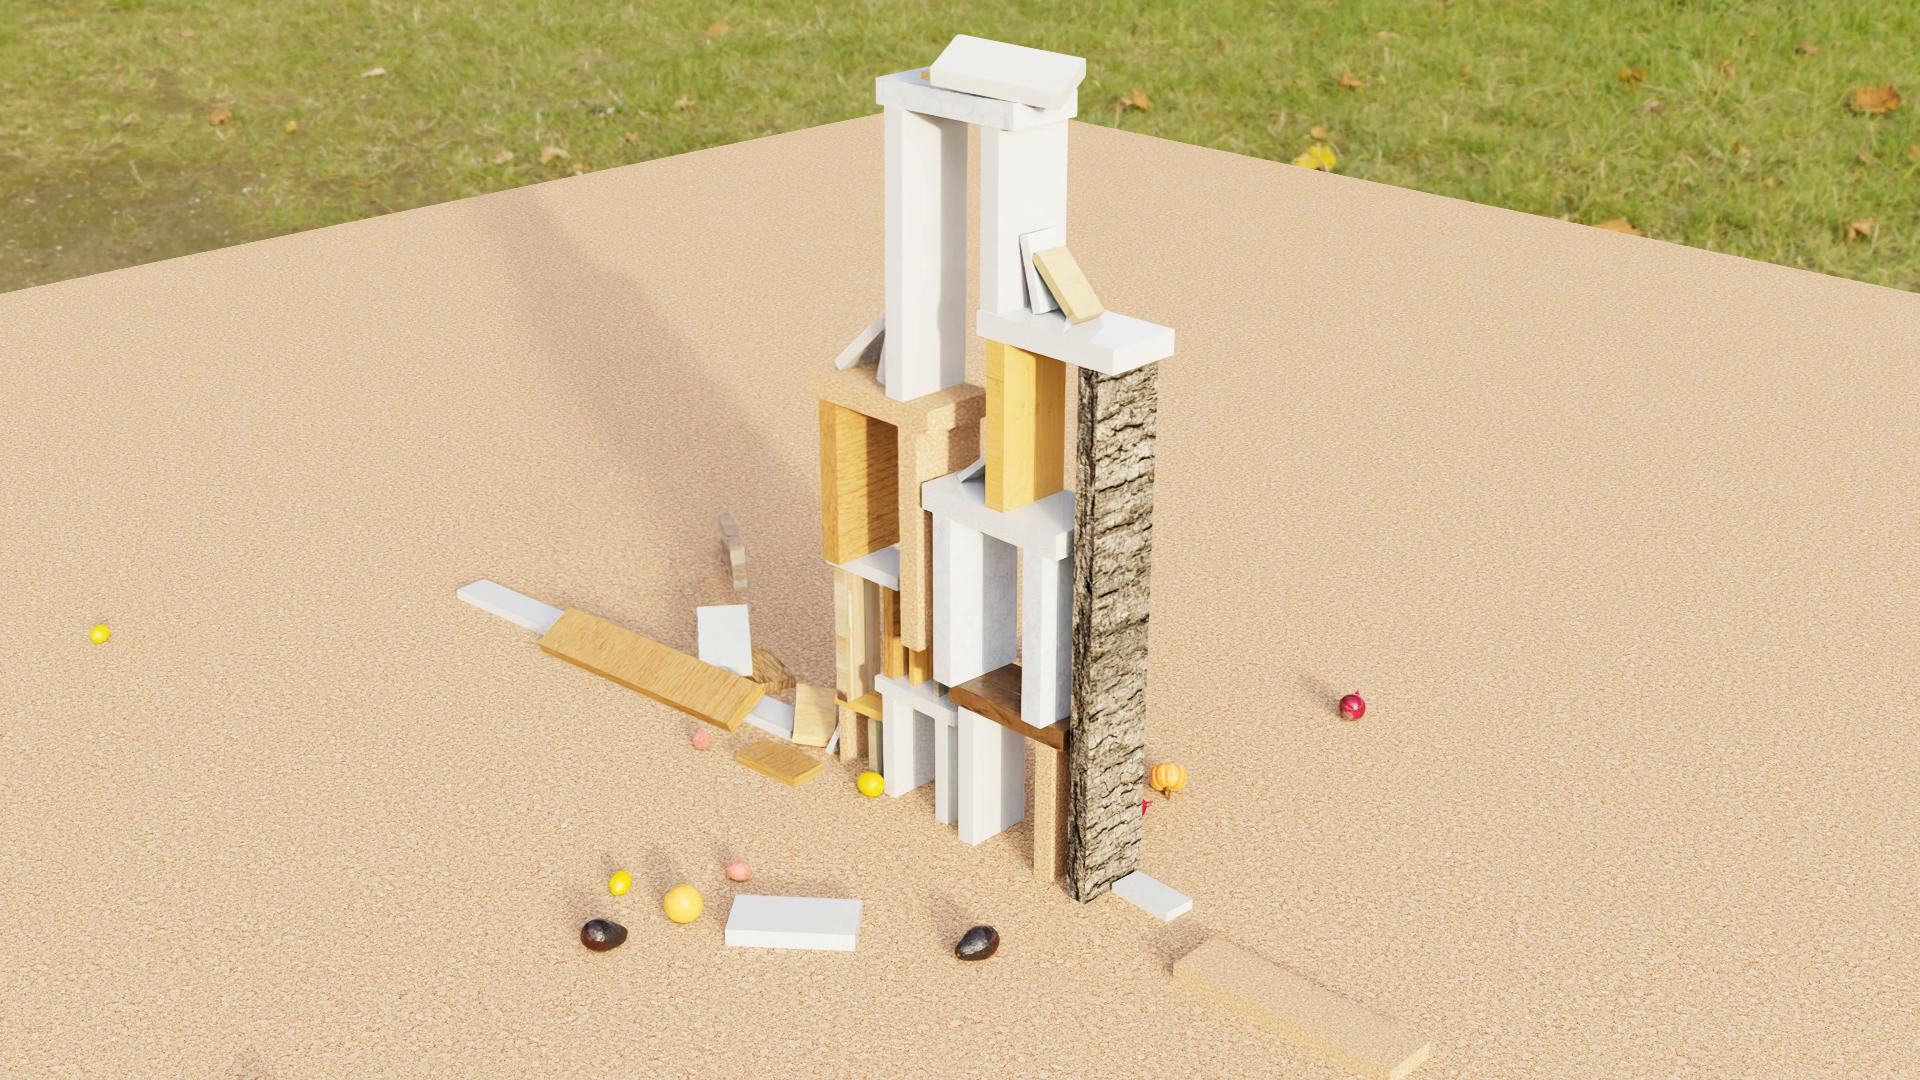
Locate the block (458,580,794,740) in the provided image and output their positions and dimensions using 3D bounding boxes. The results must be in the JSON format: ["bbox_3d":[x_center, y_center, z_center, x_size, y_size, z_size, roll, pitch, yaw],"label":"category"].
[{"bbox_3d":[-0.774,0.265,5.105,1.144,0.024,0.086,18,29,37],"label":"block"}]

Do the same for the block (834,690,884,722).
[{"bbox_3d":[-0.185,0.338,4.575,0.142,0.020,0.071,18,29,37],"label":"block"}]

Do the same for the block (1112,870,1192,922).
[{"bbox_3d":[0.362,0.672,4.152,0.070,0.020,0.140,-20,30,-38],"label":"block"}]

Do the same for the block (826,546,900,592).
[{"bbox_3d":[-0.161,0.046,4.427,0.204,0.029,0.102,20,30,40],"label":"block"}]

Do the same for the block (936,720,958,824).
[{"bbox_3d":[0.002,0.447,4.417,0.032,0.228,0.114,21,31,41],"label":"block"}]

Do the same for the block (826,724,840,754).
[{"bbox_3d":[-0.250,0.411,4.672,0.014,0.098,0.049,41,39,18],"label":"block"}]

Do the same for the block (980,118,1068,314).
[{"bbox_3d":[0.112,-0.578,3.880,0.165,0.330,0.047,-19,30,-38],"label":"block"}]

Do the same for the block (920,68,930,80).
[{"bbox_3d":[-0.012,-0.819,3.885,0.105,0.015,0.053,18,29,35],"label":"block"}]

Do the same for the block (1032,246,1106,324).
[{"bbox_3d":[0.190,-0.446,3.848,0.070,0.020,0.140,-21,75,-40],"label":"block"}]

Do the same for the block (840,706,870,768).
[{"bbox_3d":[-0.222,0.400,4.636,0.020,0.142,0.071,18,29,36],"label":"block"}]

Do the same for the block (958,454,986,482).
[{"bbox_3d":[0.044,-0.139,4.109,0.053,0.015,0.105,-17,-10,-35],"label":"block"}]

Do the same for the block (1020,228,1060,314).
[{"bbox_3d":[0.148,-0.476,3.882,0.070,0.140,0.020,-21,15,-40],"label":"block"}]

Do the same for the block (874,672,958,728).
[{"bbox_3d":[-0.052,0.306,4.416,0.114,0.032,0.228,-21,31,-41],"label":"block"}]

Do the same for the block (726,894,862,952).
[{"bbox_3d":[-0.305,0.705,4.055,0.238,0.034,0.119,2,23,4],"label":"block"}]

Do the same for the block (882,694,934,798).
[{"bbox_3d":[-0.105,0.404,4.516,0.032,0.228,0.114,21,31,40],"label":"block"}]

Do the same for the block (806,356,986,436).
[{"bbox_3d":[-0.119,-0.285,4.234,0.171,0.048,0.341,-21,31,-40],"label":"block"}]

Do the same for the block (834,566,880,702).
[{"bbox_3d":[-0.211,0.179,4.536,0.029,0.302,0.102,19,29,37],"label":"block"}]

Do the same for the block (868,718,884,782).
[{"bbox_3d":[-0.157,0.427,4.572,0.071,0.142,0.020,-21,30,-41],"label":"block"}]

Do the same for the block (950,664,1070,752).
[{"bbox_3d":[0.136,0.314,4.214,0.294,0.042,0.147,21,31,40],"label":"block"}]

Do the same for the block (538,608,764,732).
[{"bbox_3d":[-0.706,0.288,4.972,0.628,0.033,0.117,18,58,36],"label":"block"}]

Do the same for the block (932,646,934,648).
[{"bbox_3d":[-0.053,0.190,4.360,0.105,0.015,0.053,21,31,41],"label":"block"}]

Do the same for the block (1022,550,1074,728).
[{"bbox_3d":[0.195,0.159,4.079,0.175,0.349,0.049,-20,30,-39],"label":"block"}]

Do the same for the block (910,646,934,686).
[{"bbox_3d":[-0.077,0.235,4.407,0.053,0.105,0.015,-20,30,-39],"label":"block"}]

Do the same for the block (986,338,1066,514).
[{"bbox_3d":[0.120,-0.225,3.998,0.161,0.321,0.046,-21,31,-40],"label":"block"}]

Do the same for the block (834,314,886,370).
[{"bbox_3d":[-0.161,-0.388,4.239,0.089,0.025,0.177,-21,-11,-41],"label":"block"}]

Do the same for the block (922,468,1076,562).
[{"bbox_3d":[0.112,-0.057,4.078,0.175,0.049,0.349,-21,30,-40],"label":"block"}]

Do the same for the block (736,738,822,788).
[{"bbox_3d":[-0.380,0.468,4.627,0.171,0.024,0.086,18,29,37],"label":"block"}]

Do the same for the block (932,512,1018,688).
[{"bbox_3d":[0.030,0.093,4.234,0.175,0.349,0.049,-19,30,-38],"label":"block"}]

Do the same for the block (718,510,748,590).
[{"bbox_3d":[-0.575,0.024,5.552,0.033,0.117,0.234,-8,24,-11],"label":"block"}]

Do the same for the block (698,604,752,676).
[{"bbox_3d":[-0.542,0.232,5.056,0.117,0.033,0.234,-3,34,-7],"label":"block"}]

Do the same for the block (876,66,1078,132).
[{"bbox_3d":[0.027,-0.782,3.877,0.330,0.047,0.165,20,30,39],"label":"block"}]

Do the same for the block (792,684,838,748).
[{"bbox_3d":[-0.315,0.381,4.772,0.089,0.025,0.177,9,32,-7],"label":"block"}]

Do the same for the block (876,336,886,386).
[{"bbox_3d":[-0.103,-0.385,4.182,0.089,0.177,0.025,-21,48,-41],"label":"block"}]

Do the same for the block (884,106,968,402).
[{"bbox_3d":[-0.063,-0.538,4.066,0.165,0.549,0.047,-21,32,-41],"label":"block"}]

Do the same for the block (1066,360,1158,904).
[{"bbox_3d":[0.275,0.173,4.002,0.046,1.056,0.161,21,31,40],"label":"block"}]

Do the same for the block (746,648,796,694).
[{"bbox_3d":[-0.447,0.298,5.027,0.085,0.024,0.171,-10,25,-22],"label":"block"}]

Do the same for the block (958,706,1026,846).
[{"bbox_3d":[0.063,0.442,4.341,0.042,0.294,0.147,21,31,40],"label":"block"}]

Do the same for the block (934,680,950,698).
[{"bbox_3d":[-0.029,0.255,4.360,0.015,0.105,0.053,21,31,41],"label":"block"}]

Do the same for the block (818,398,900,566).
[{"bbox_3d":[-0.198,-0.136,4.383,0.048,0.341,0.171,21,31,40],"label":"block"}]

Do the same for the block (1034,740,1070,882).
[{"bbox_3d":[0.209,0.495,4.217,0.042,0.294,0.147,21,31,40],"label":"block"}]

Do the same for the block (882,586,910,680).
[{"bbox_3d":[-0.107,0.171,4.431,0.102,0.204,0.029,-21,31,-40],"label":"block"}]

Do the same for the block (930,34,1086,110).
[{"bbox_3d":[0.082,-0.800,3.759,0.238,0.034,0.119,15,46,18],"label":"block"}]

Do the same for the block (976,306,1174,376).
[{"bbox_3d":[0.200,-0.364,3.858,0.321,0.046,0.161,21,31,40],"label":"block"}]

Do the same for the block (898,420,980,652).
[{"bbox_3d":[-0.038,-0.022,4.257,0.171,0.454,0.048,-21,31,-40],"label":"block"}]

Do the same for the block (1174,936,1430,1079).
[{"bbox_3d":[0.584,0.812,3.804,0.454,0.034,0.119,21,30,40],"label":"block"}]
